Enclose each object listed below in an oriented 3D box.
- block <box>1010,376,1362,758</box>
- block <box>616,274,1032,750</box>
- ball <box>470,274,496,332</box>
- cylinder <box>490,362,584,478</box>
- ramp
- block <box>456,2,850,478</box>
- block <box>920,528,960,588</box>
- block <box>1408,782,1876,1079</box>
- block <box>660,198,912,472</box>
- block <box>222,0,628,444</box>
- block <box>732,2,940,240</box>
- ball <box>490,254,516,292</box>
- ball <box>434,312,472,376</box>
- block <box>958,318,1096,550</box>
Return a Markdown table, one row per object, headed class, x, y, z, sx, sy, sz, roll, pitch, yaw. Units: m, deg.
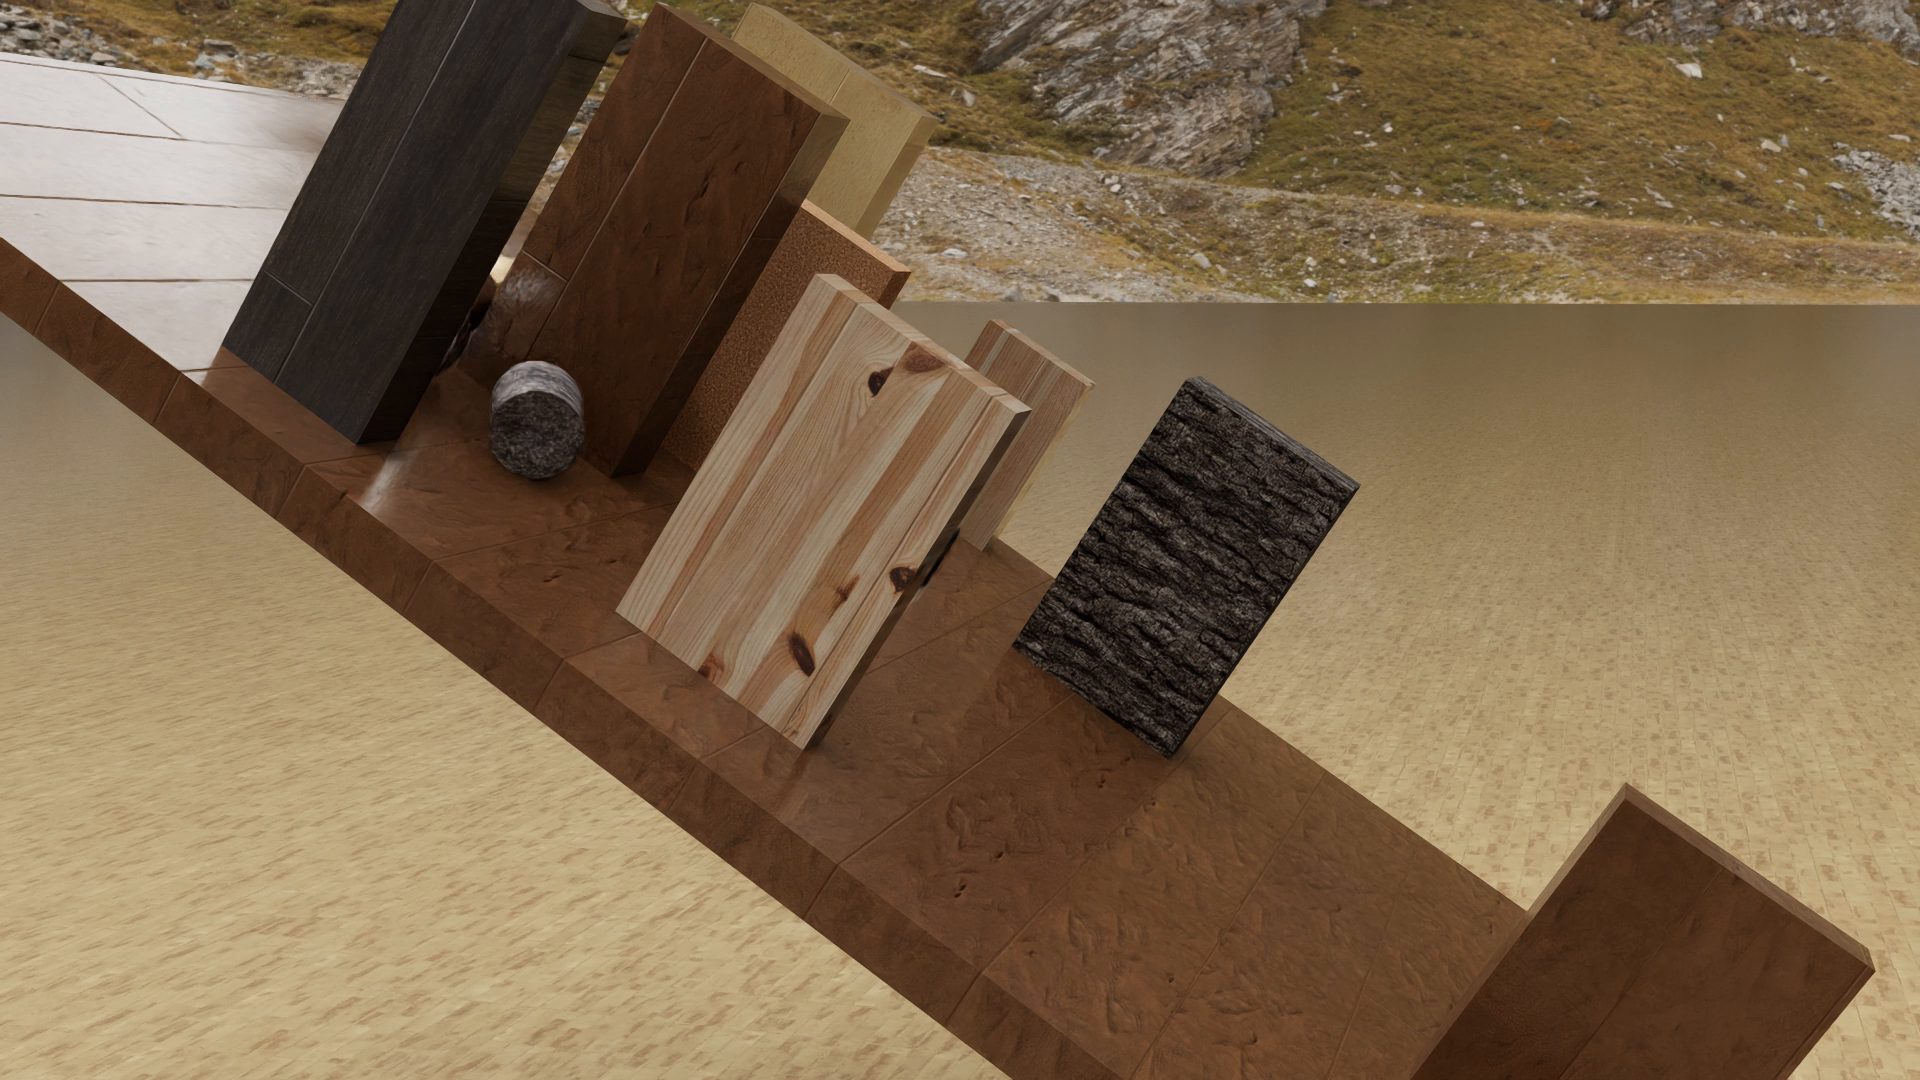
| class | x | y | z | sx | sy | sz | roll | pitch | yaw |
| --- | --- | --- | --- | --- | --- | --- | --- | --- | --- |
| block | 0.444 | 0.053 | 4.355 | 0.384 | 0.642 | 0.150 | 35 | 15 | 10 |
| block | -0.215 | -0.042 | 3.368 | 0.372 | 0.623 | 0.089 | 35 | 15 | 10 |
| ball | -0.921 | -0.449 | 4.015 | 0.147 | 0.147 | 0.147 | 0 | 7 | 0 |
| cylinder | -0.726 | -0.207 | 3.768 | 0.156 | 0.156 | 0.156 | -1 | 24 | -10 |
| ramp | -0.132 | 0.222 | 4.102 | 4.000 | 0.100 | 2.000 | 35 | 15 | 10 |
| block | -0.557 | -0.531 | 3.960 | 0.364 | 0.759 | 0.146 | 35 | 15 | 10 |
| block | -0.119 | -0.008 | 4.387 | 0.140 | 0.140 | 0.140 | 42 | 17 | 31 |
| block | 1.071 | 0.758 | 3.494 | 0.443 | 0.588 | 0.117 | 35 | 15 | 10 |
| block | -0.370 | -0.371 | 4.245 | 0.306 | 0.545 | 0.100 | 35 | 15 | 10 |
| block | -0.840 | -0.553 | 3.427 | 0.285 | 0.775 | 0.125 | 35 | 15 | 10 |
| block | -0.435 | -0.678 | 4.649 | 0.439 | 0.768 | 0.127 | 35 | 15 | 10 |
| ball | -0.877 | -0.466 | 4.159 | 0.150 | 0.150 | 0.150 | 0 | 7 | 0 |
| ball | -0.940 | -0.372 | 3.789 | 0.190 | 0.190 | 0.190 | 0 | 7 | 0 |
| block | 0.070 | -0.234 | 4.897 | 0.264 | 0.441 | 0.086 | 35 | 15 | 10 |
